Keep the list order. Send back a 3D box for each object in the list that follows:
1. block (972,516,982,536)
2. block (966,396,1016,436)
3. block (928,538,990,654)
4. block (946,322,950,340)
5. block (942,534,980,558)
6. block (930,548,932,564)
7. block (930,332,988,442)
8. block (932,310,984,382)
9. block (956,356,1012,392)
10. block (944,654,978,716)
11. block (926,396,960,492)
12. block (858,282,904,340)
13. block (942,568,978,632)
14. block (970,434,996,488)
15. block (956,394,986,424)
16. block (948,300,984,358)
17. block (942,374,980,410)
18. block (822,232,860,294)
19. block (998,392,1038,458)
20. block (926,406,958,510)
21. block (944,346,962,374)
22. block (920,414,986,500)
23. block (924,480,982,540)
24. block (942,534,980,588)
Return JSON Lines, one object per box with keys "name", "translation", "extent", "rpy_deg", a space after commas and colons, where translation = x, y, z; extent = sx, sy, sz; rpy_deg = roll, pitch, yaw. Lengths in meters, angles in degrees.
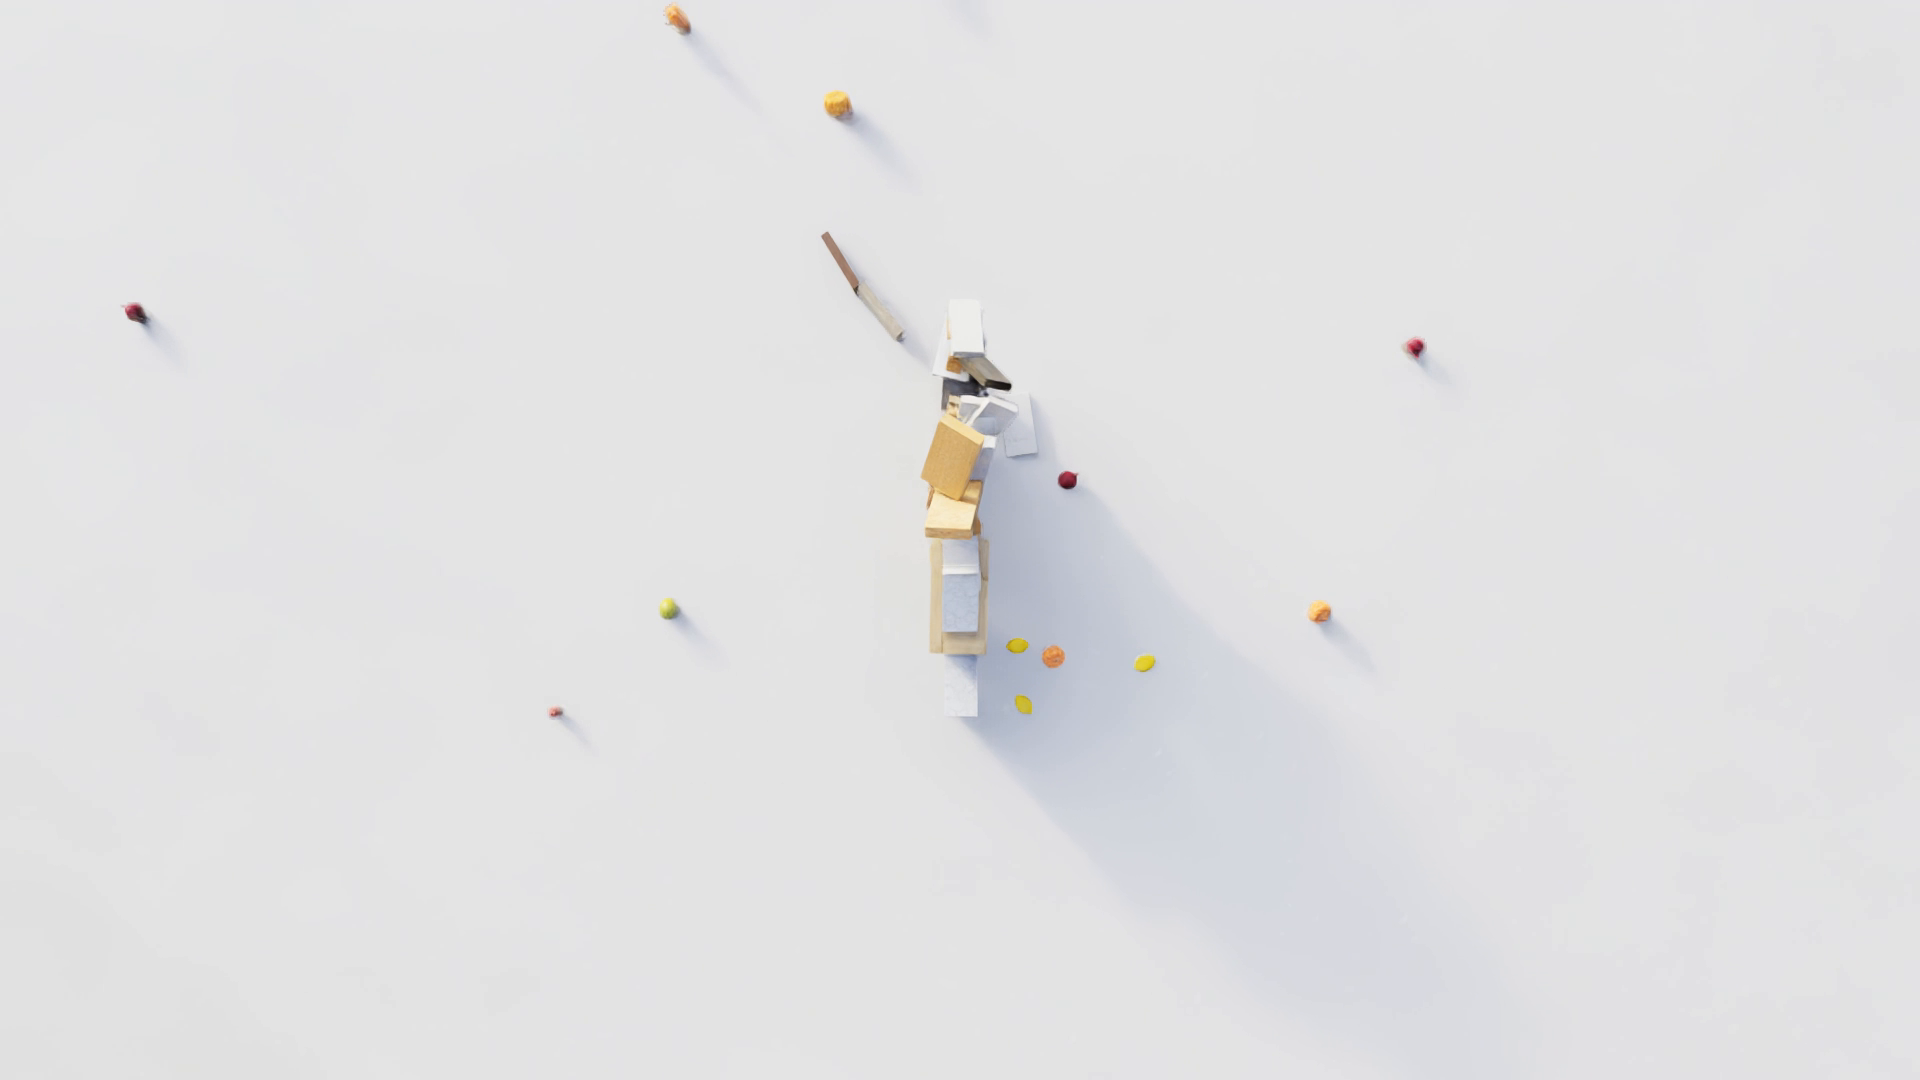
{"name": "block", "translation": [-0.006, -0.082, 5.005], "extent": [0.108, 0.217, 0.031], "rpy_deg": [-6, 123, -7]}
{"name": "block", "translation": [0.080, -0.346, 4.900], "extent": [0.094, 0.027, 0.187], "rpy_deg": [21, 135, -23]}
{"name": "block", "translation": [-0.002, 0.174, 5.114], "extent": [0.179, 0.051, 0.357], "rpy_deg": [2, 89, 0]}
{"name": "block", "translation": [-0.015, -0.650, 5.017], "extent": [0.047, 0.013, 0.095], "rpy_deg": [5, 63, 0]}
{"name": "block", "translation": [-0.002, -0.060, 5.097], "extent": [0.116, 0.033, 0.231], "rpy_deg": [-3, 68, -2]}
{"name": "block", "translation": [-0.005, 0.049, 5.321], "extent": [0.179, 0.357, 0.051], "rpy_deg": [0, 90, 0]}
{"name": "block", "translation": [-0.004, -0.476, 5.137], "extent": [0.169, 0.048, 0.338], "rpy_deg": [1, 90, 0]}
{"name": "block", "translation": [-0.005, -0.606, 5.064], "extent": [0.112, 0.032, 0.224], "rpy_deg": [13, 90, 1]}
{"name": "block", "translation": [0.072, -0.507, 4.956], "extent": [0.094, 0.187, 0.027], "rpy_deg": [7, 117, -34]}
{"name": "block", "translation": [0.003, 0.457, 5.274], "extent": [0.106, 0.030, 0.211], "rpy_deg": [0, 90, 0]}
{"name": "block", "translation": [-0.013, -0.287, 5.111], "extent": [0.112, 0.032, 0.377], "rpy_deg": [9, 134, -7]}
{"name": "block", "translation": [-0.262, -0.754, 5.448], "extent": [0.029, 0.102, 0.204], "rpy_deg": [-39, 90, -3]}
{"name": "block", "translation": [0.000, 0.182, 5.009], "extent": [0.108, 0.031, 0.217], "rpy_deg": [-2, 124, -4]}
{"name": "block", "translation": [0.020, -0.239, 4.997], "extent": [0.137, 0.274, 0.039], "rpy_deg": [9, 63, -4]}
{"name": "block", "translation": [0.043, -0.333, 4.966], "extent": [0.116, 0.231, 0.033], "rpy_deg": [7, 46, -5]}
{"name": "block", "translation": [0.017, -0.641, 4.993], "extent": [0.094, 0.027, 0.187], "rpy_deg": [0, 64, -11]}
{"name": "block", "translation": [0.005, -0.511, 5.097], "extent": [0.112, 0.032, 0.224], "rpy_deg": [4, 90, 0]}
{"name": "block", "translation": [-0.391, -0.917, 5.449], "extent": [0.029, 0.102, 0.204], "rpy_deg": [-32, 90, 0]}
{"name": "block", "translation": [0.192, -0.385, 5.486], "extent": [0.102, 0.029, 0.204], "rpy_deg": [-8, 90, 0]}
{"name": "block", "translation": [-0.015, -0.243, 5.108], "extent": [0.116, 0.033, 0.407], "rpy_deg": [9, 134, -6]}
{"name": "block", "translation": [-0.011, -0.557, 5.020], "extent": [0.047, 0.013, 0.095], "rpy_deg": [16, 88, -16]}
{"name": "block", "translation": [-0.024, -0.244, 4.872], "extent": [0.137, 0.275, 0.039], "rpy_deg": [32, 53, 8]}
{"name": "block", "translation": [-0.017, -0.094, 4.960], "extent": [0.137, 0.275, 0.039], "rpy_deg": [3, 123, 8]}
{"name": "block", "translation": [0.002, 0.043, 5.023], "extent": [0.108, 0.031, 0.217], "rpy_deg": [-3, 90, -2]}
